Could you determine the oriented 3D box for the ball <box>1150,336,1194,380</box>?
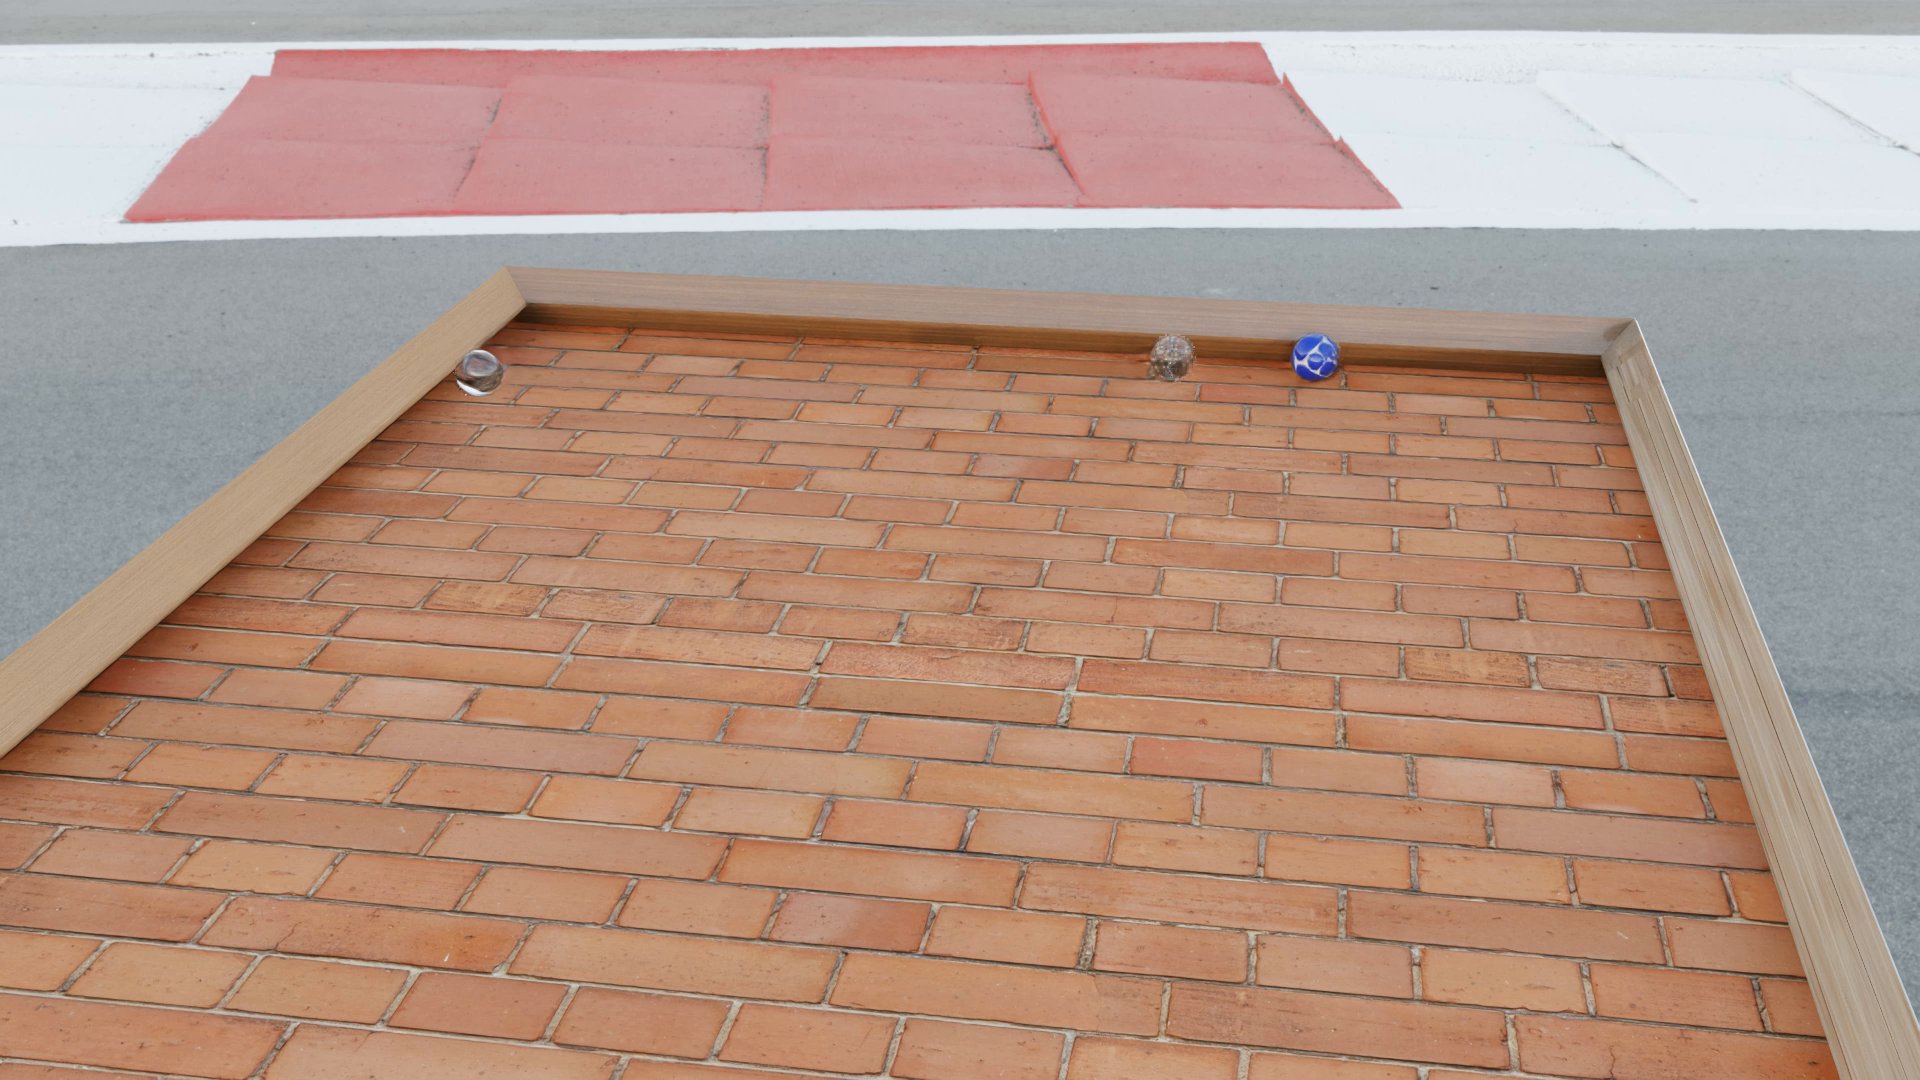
[{"bbox_3d":[0.283,-0.242,2.928,0.058,0.058,0.058,0,23,0],"label":"ball"}]

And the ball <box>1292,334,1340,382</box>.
[{"bbox_3d":[0.473,-0.242,2.920,0.064,0.064,0.064,0,23,0],"label":"ball"}]

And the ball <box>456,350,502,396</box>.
[{"bbox_3d":[-0.627,-0.218,2.867,0.060,0.060,0.060,0,23,0],"label":"ball"}]

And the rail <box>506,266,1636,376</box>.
[{"bbox_3d":[0.118,-0.295,3.019,1.567,0.083,0.045,4,23,8],"label":"rail"}]

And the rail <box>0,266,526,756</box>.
[{"bbox_3d":[-0.872,0.235,1.774,0.045,0.083,3.036,4,23,8],"label":"rail"}]

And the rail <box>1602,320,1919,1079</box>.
[{"bbox_3d":[0.628,0.331,1.550,0.045,0.083,3.036,4,23,8],"label":"rail"}]
